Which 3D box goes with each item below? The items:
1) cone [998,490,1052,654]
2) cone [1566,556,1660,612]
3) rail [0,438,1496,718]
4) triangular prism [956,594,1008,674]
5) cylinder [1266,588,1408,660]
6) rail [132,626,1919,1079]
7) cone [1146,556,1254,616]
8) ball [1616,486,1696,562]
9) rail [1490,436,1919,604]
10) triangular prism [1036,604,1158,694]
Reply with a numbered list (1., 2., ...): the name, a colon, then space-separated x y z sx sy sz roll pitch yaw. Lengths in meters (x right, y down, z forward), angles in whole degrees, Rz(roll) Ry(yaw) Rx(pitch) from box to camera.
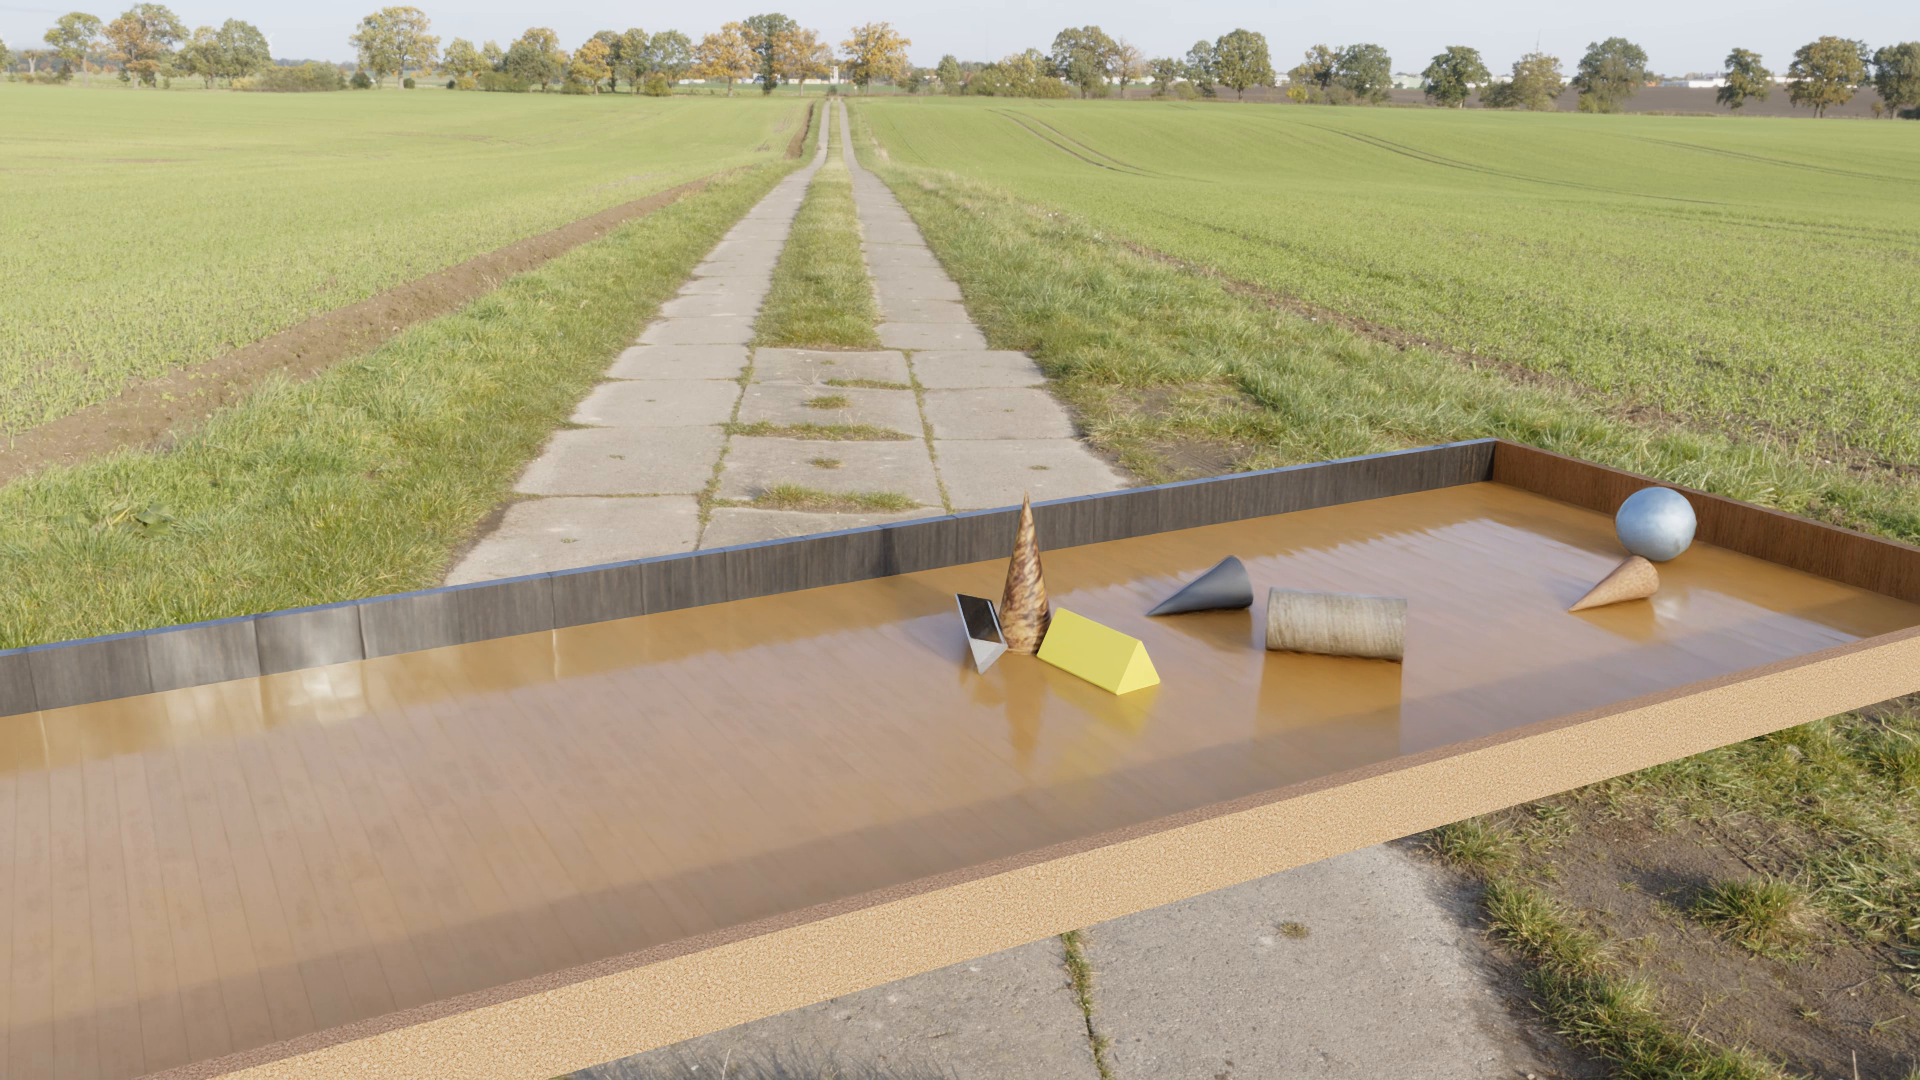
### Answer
1. cone: 0.173 0.070 4.355 0.172 0.430 0.172 0 16 0
2. cone: 1.840 0.155 4.718 0.305 0.126 0.126 -21 23 -22
3. rail: -3.305 0.497 3.399 12.000 0.150 0.050 -9 18 -27
4. triangular prism: 0.038 0.227 4.345 0.088 0.102 0.361 41 8 -15
5. cylinder: 0.983 0.221 4.317 0.350 0.163 0.163 4 17 14
6. rail: -2.336 1.006 1.665 12.000 0.150 0.050 -9 18 -27
7. cone: 0.655 0.167 4.658 0.307 0.151 0.151 -19 21 -13
8. ball: 2.155 -0.049 5.110 0.232 0.232 0.232 0 16 0
9. rail: 2.466 -0.048 5.253 0.050 0.150 2.100 -9 18 -27
10. triangular prism: 0.353 0.272 4.201 0.142 0.123 0.317 -7 20 -37
